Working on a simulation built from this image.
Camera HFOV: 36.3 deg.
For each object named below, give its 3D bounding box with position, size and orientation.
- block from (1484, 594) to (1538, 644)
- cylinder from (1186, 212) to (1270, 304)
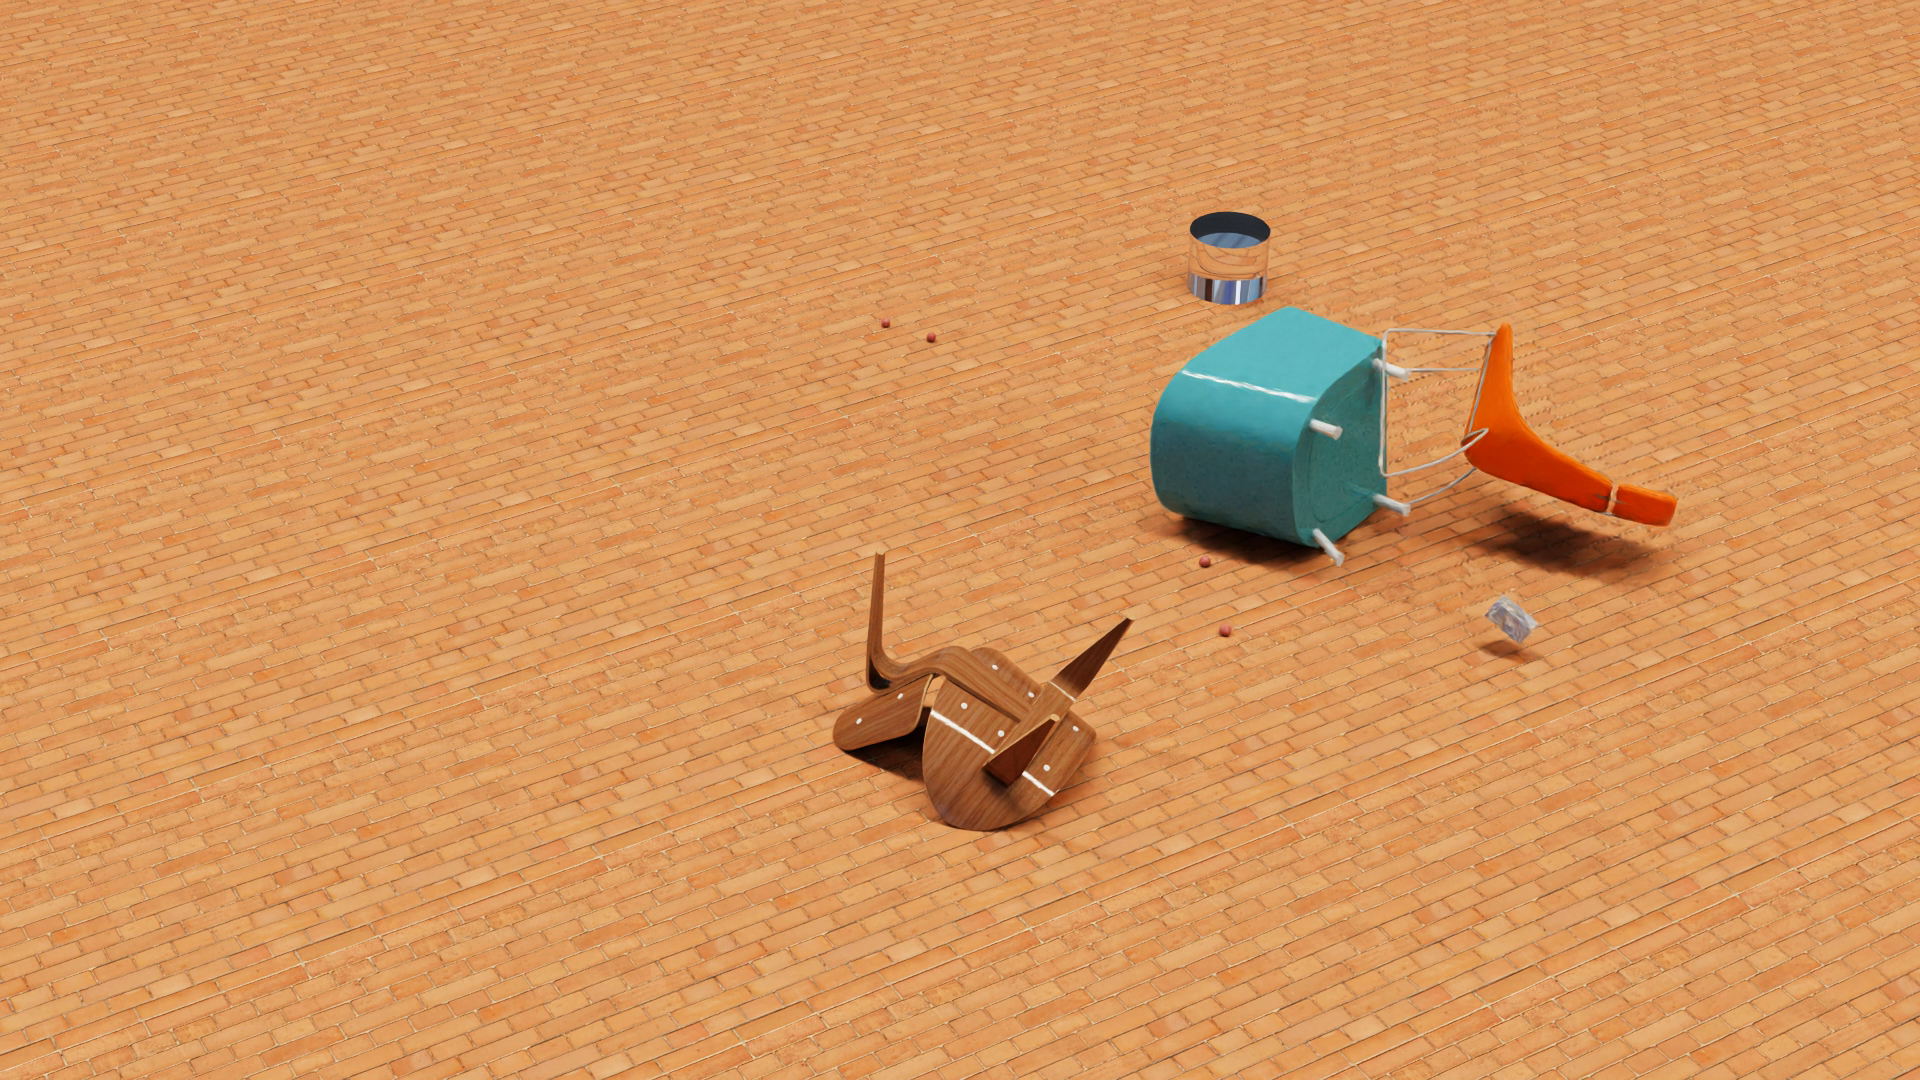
[{"bbox_3d":[1.934,0.278,10.279,0.159,0.071,0.090,41,30,10],"label":"block"},{"bbox_3d":[1.147,-1.206,12.532,0.343,0.267,0.343,-29,43,-36],"label":"cylinder"}]
